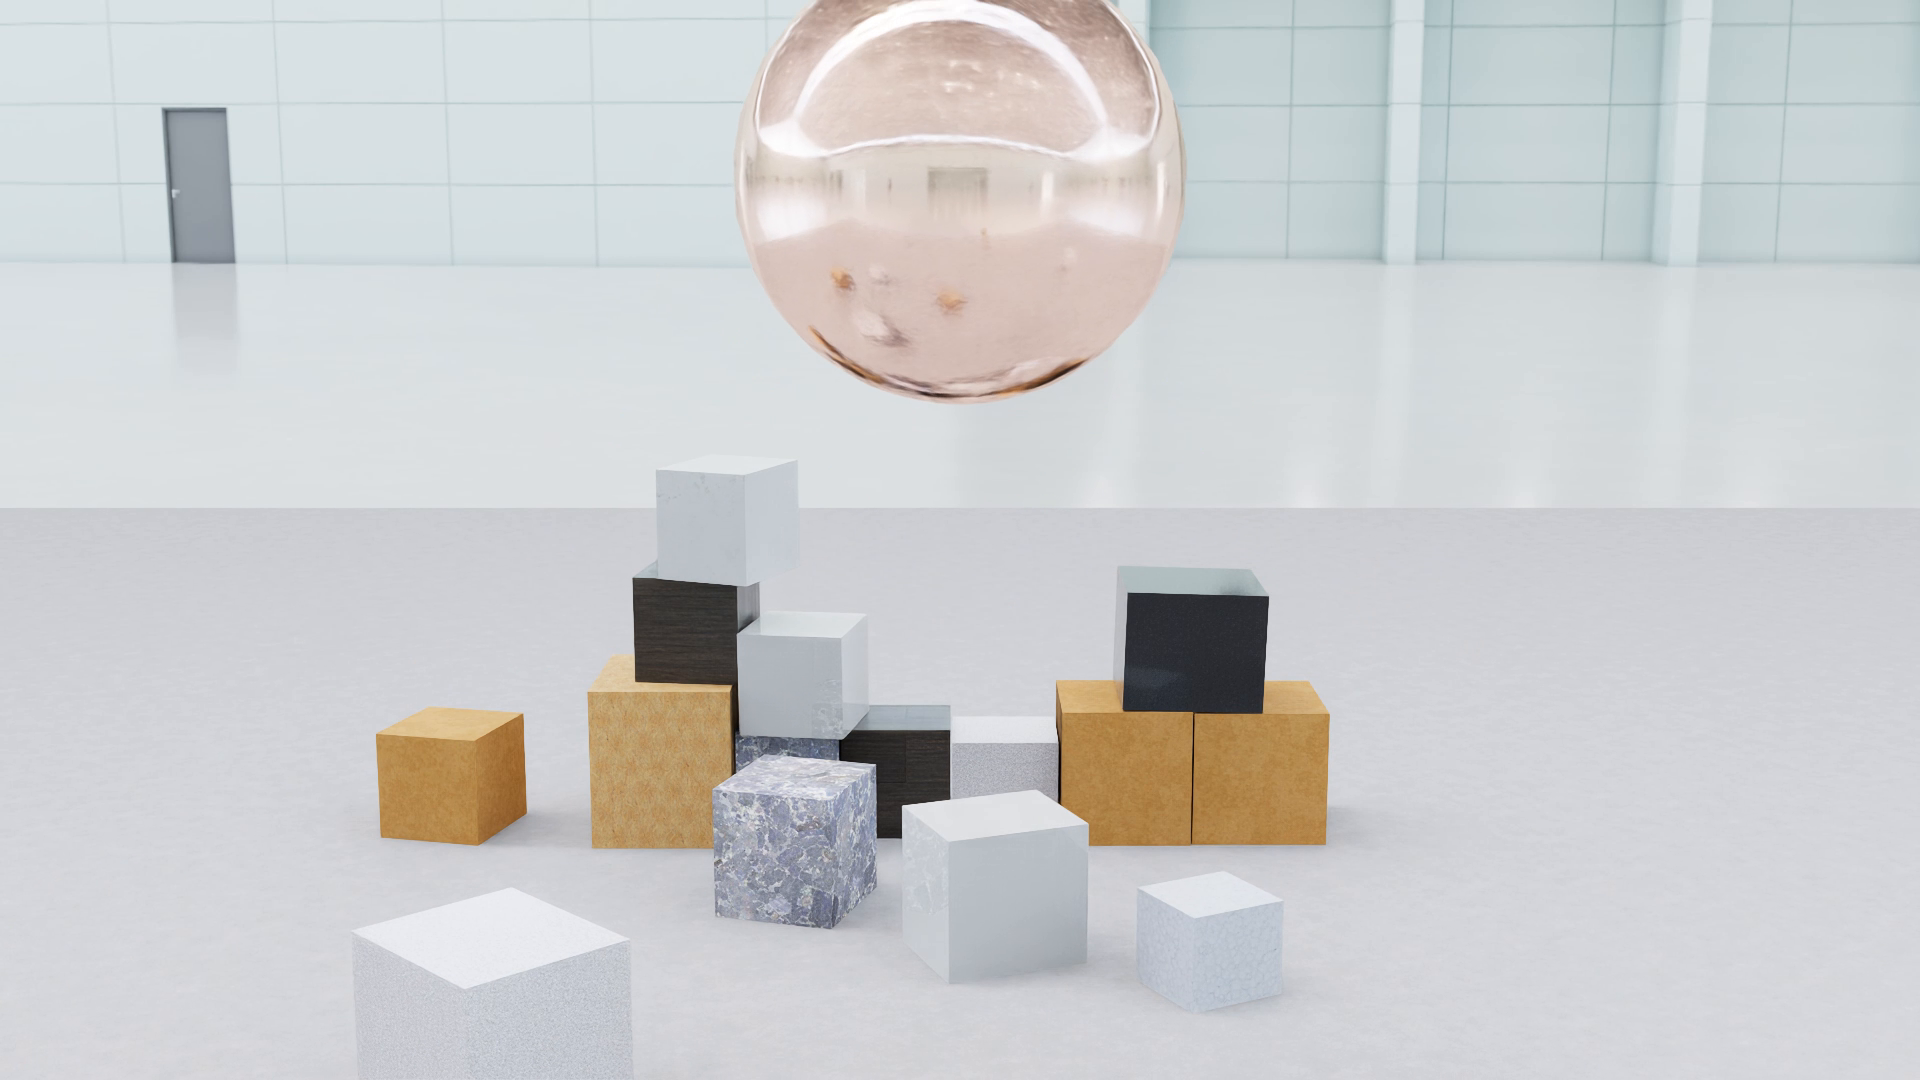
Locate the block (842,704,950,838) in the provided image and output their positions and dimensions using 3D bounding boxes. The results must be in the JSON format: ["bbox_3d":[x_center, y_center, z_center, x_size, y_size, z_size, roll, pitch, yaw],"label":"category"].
[{"bbox_3d":[-0.325,1.195,11.399,0.552,0.570,0.505,0,10,0],"label":"block"}]

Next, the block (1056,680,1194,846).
[{"bbox_3d":[0.836,1.141,11.356,0.653,0.692,0.670,0,10,0],"label":"block"}]

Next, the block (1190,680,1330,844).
[{"bbox_3d":[1.509,1.142,11.376,0.675,0.682,0.683,0,10,0],"label":"block"}]

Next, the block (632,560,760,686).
[{"bbox_3d":[-1.341,0.413,11.262,0.534,0.539,0.516,1,10,7],"label":"block"}]

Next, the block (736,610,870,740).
[{"bbox_3d":[-0.792,0.680,11.203,0.534,0.518,0.566,1,10,11],"label":"block"}]

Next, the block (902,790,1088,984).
[{"bbox_3d":[0.148,1.497,9.580,0.646,0.626,0.545,-4,11,-22],"label":"block"}]

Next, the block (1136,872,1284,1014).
[{"bbox_3d":[1.042,1.676,9.208,0.445,0.407,0.425,-6,12,-28],"label":"block"}]

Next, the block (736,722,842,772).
[{"bbox_3d":[-0.872,1.196,11.406,0.521,0.565,0.558,0,10,0],"label":"block"}]

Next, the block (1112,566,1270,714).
[{"bbox_3d":[1.169,0.501,11.266,0.701,0.599,0.695,2,10,0],"label":"block"}]

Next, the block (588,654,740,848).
[{"bbox_3d":[-1.495,1.079,11.368,0.704,0.810,0.807,0,10,0],"label":"block"}]

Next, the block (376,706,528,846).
[{"bbox_3d":[-2.622,1.212,11.373,0.544,0.546,0.564,3,11,14],"label":"block"}]

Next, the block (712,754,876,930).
[{"bbox_3d":[-0.759,1.392,10.225,0.568,0.603,0.610,3,11,17],"label":"block"}]

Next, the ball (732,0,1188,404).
[{"bbox_3d":[0.000,-1.280,7.766,1.600,1.600,1.600,0,10,0],"label":"ball"}]

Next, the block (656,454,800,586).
[{"bbox_3d":[-1.165,-0.108,11.078,0.496,0.552,0.575,4,11,22],"label":"block"}]

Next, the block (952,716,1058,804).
[{"bbox_3d":[0.230,1.226,11.422,0.538,0.501,0.516,0,10,0],"label":"block"}]

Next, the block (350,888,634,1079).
[{"bbox_3d":[-1.684,1.759,7.930,0.673,0.702,0.766,-10,14,-43],"label":"block"}]
